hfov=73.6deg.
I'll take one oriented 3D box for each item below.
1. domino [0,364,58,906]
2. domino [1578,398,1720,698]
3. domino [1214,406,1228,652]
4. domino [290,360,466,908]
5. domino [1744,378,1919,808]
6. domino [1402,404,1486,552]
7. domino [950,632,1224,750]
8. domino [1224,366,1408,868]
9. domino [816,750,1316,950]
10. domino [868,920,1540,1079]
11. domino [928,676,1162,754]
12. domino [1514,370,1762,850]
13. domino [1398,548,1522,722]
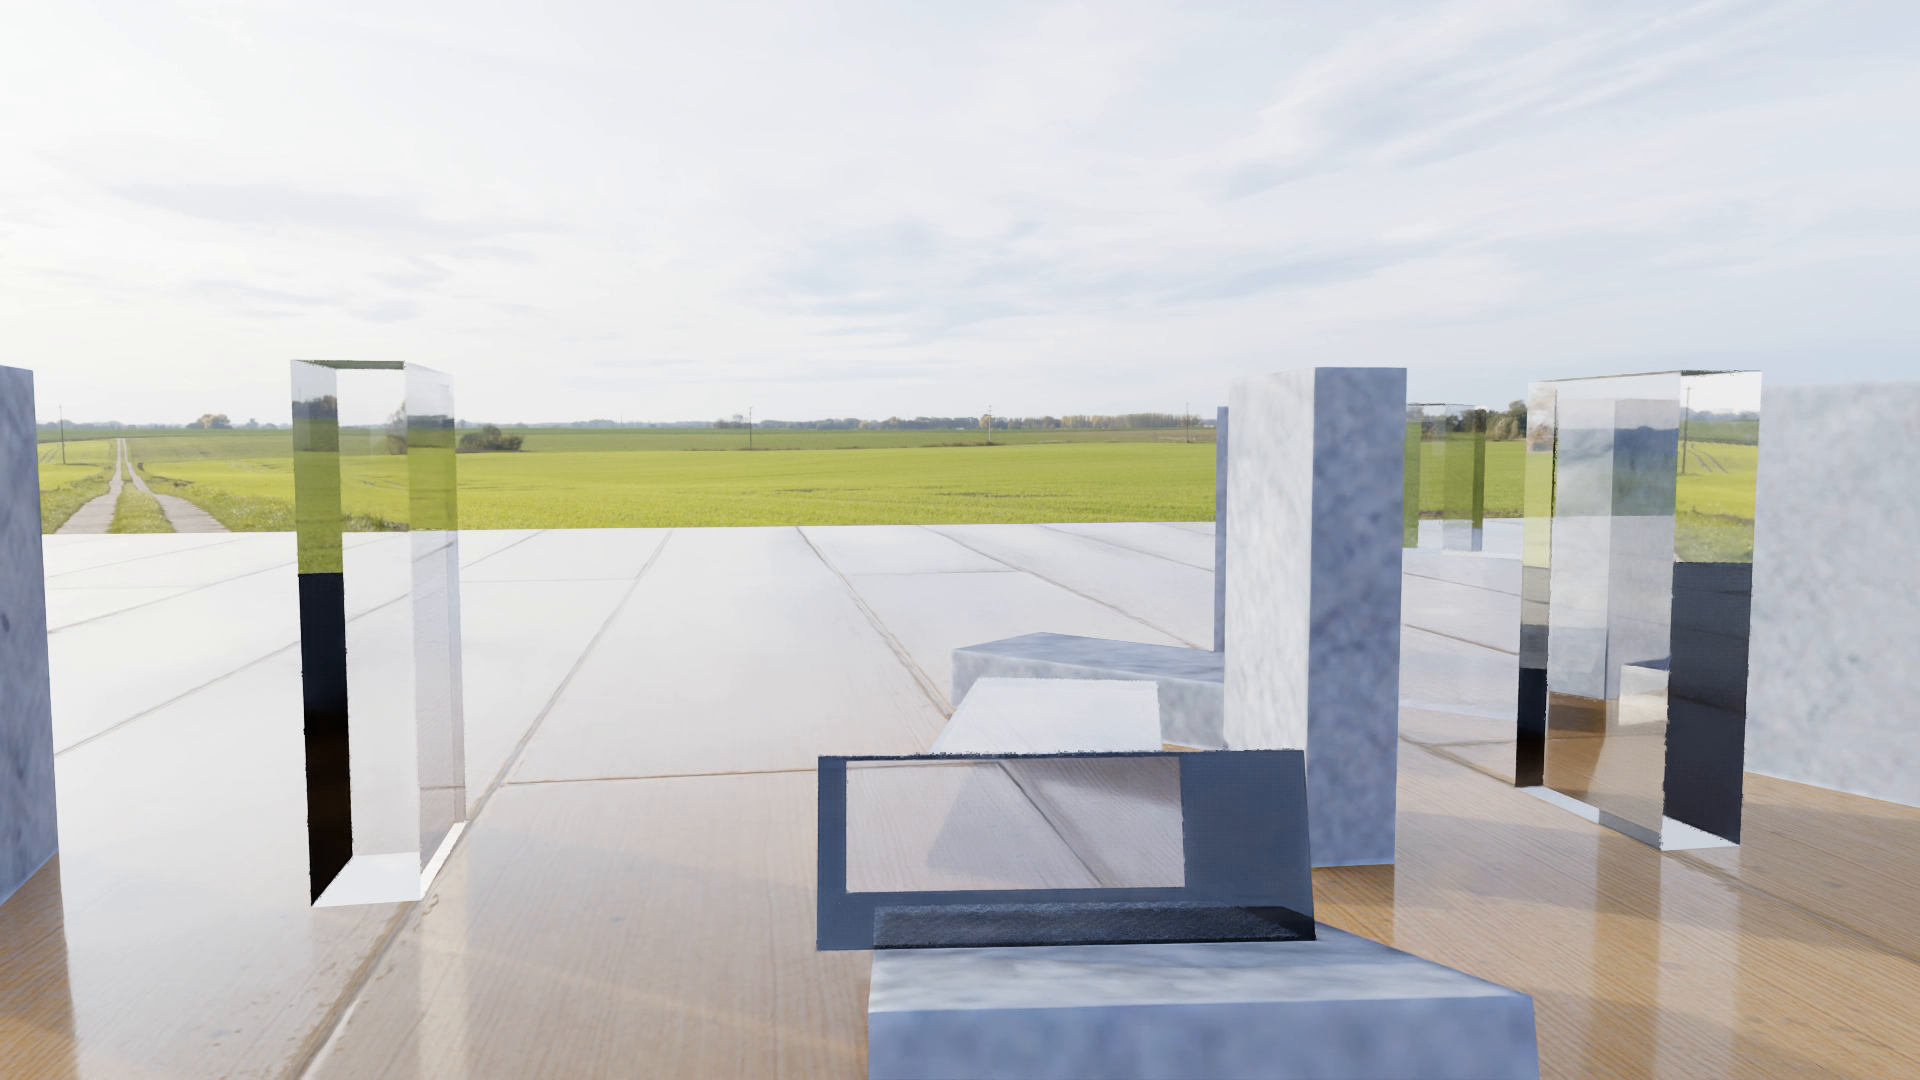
[{"bbox_3d":[-0.095,0.009,0.119,0.009,0.050,0.025,-2,5,-20],"label":"domino"},{"bbox_3d":[0.120,0.001,0.224,0.025,0.050,0.010,-3,5,-34],"label":"domino"},{"bbox_3d":[0.060,-0.003,0.270,0.009,0.050,0.025,2,5,19],"label":"domino"},{"bbox_3d":[-0.058,0.008,0.129,0.009,0.050,0.025,-1,4,-12],"label":"domino"},{"bbox_3d":[0.112,0.006,0.158,0.010,0.050,0.025,-3,5,-31],"label":"domino"},{"bbox_3d":[0.094,-0.001,0.251,0.009,0.050,0.025,3,5,38],"label":"domino"},{"bbox_3d":[0.026,0.023,0.201,0.050,0.010,0.025,3,5,38],"label":"domino"},{"bbox_3d":[0.038,0.007,0.140,0.009,0.050,0.025,-1,4,-7],"label":"domino"},{"bbox_3d":[0.004,0.020,0.089,0.025,0.009,0.050,0,-10,-2],"label":"domino"},{"bbox_3d":[0.008,0.026,0.071,0.025,0.009,0.050,0,-10,-3],"label":"domino"},{"bbox_3d":[0.012,0.026,0.156,0.025,0.009,0.050,1,4,8],"label":"domino"},{"bbox_3d":[0.076,0.007,0.146,0.009,0.050,0.025,-1,4,-11],"label":"domino"},{"bbox_3d":[0.070,0.014,0.215,0.050,0.025,0.009,4,6,39],"label":"domino"}]
